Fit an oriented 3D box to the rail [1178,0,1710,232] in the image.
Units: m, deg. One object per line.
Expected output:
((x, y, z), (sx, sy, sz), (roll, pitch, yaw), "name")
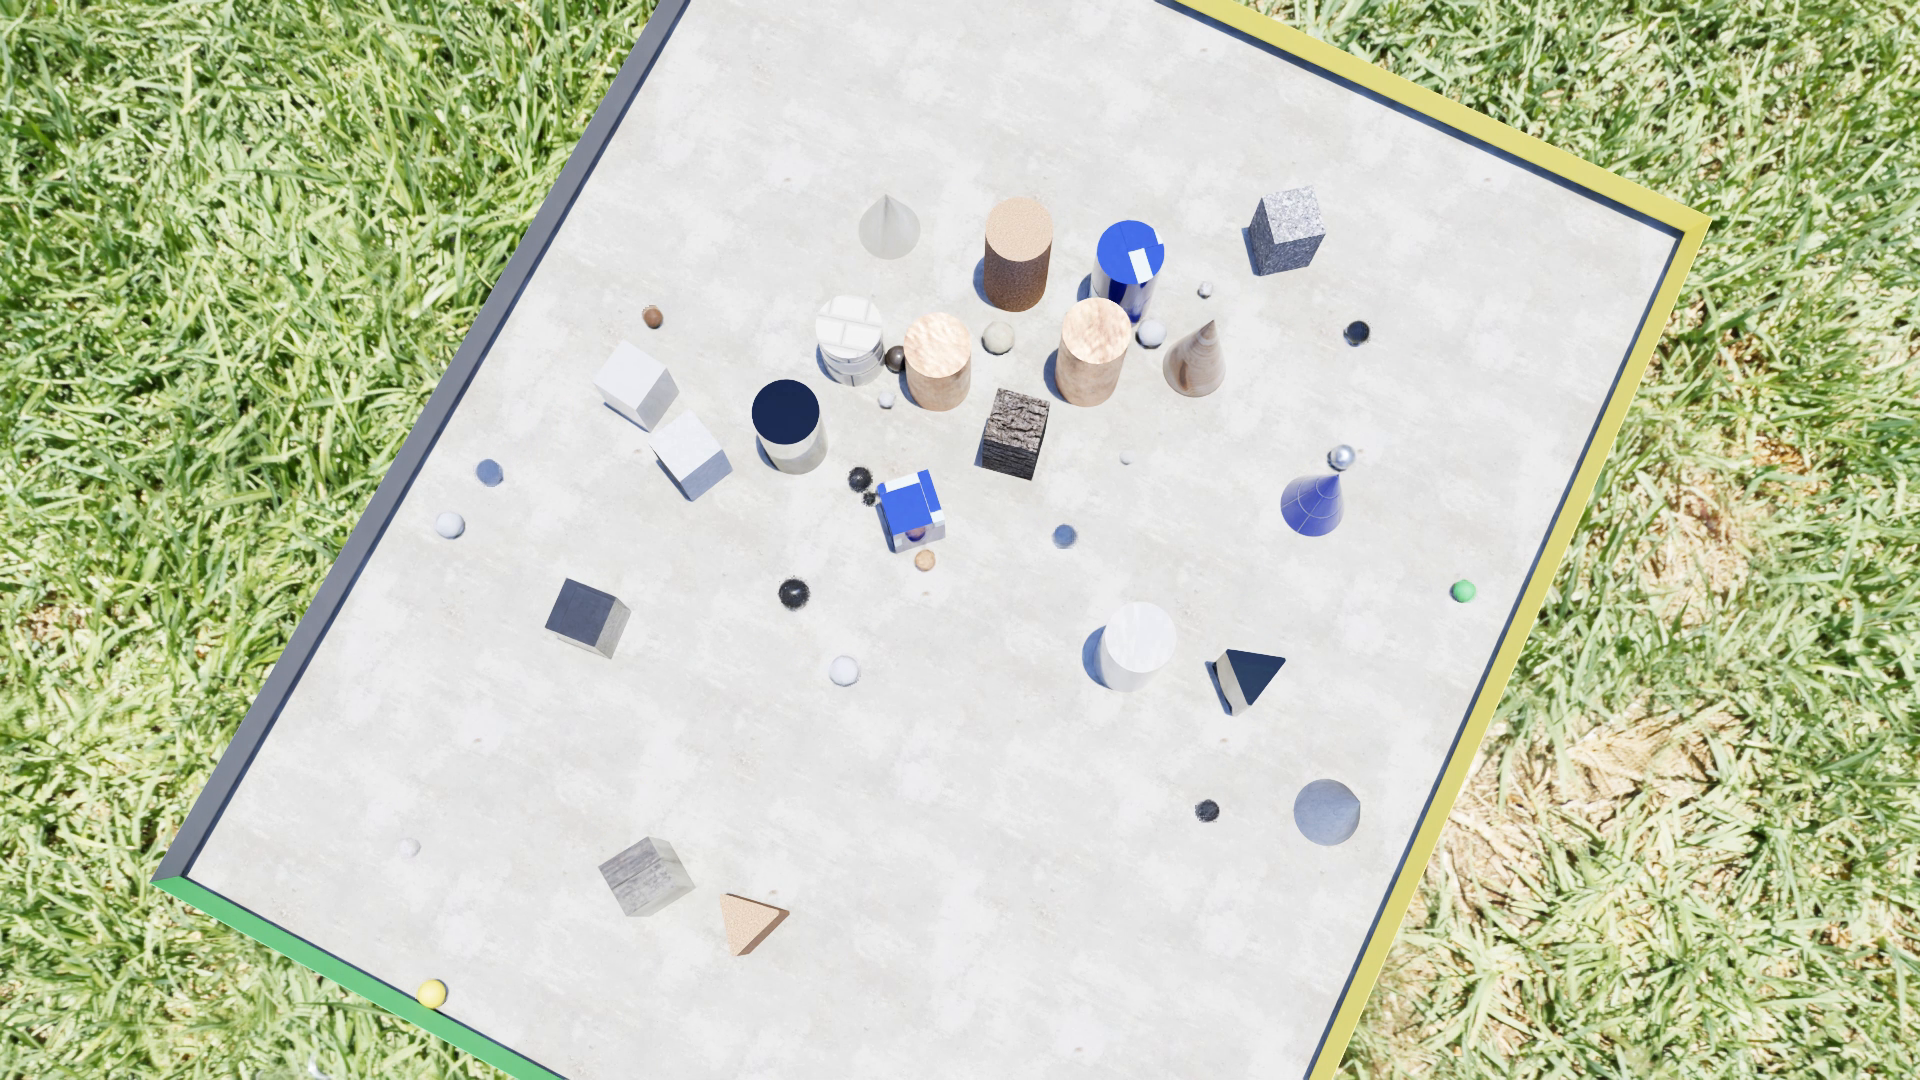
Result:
((0.863, -1.684, 5.898), (3.276, 0.129, 0.045), (26, 80, 5), "rail")

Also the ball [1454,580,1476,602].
((1.528, 0.153, 5.551), (0.066, 0.066, 0.066), (0, 78, 0), "ball")

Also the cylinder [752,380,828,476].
((-0.506, -0.335, 5.499), (0.199, 0.367, 0.199), (0, 78, 0), "cylinder")

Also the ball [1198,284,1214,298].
((0.773, -0.785, 5.756), (0.045, 0.045, 0.045), (0, 78, 0), "ball")

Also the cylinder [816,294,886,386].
((-0.330, -0.605, 5.589), (0.199, 0.298, 0.199), (0, 78, 0), "cylinder")

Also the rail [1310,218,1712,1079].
((1.444, 0.714, 5.402), (0.045, 0.129, 3.908), (26, 80, 5), "rail")

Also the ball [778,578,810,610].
((-0.502, 0.162, 5.535), (0.095, 0.095, 0.095), (0, 78, 0), "ball")

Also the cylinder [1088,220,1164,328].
((0.499, -0.798, 5.563), (0.199, 0.429, 0.199), (0, 78, 0), "cylinder")

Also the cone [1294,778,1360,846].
((1.091, 0.762, 5.218), (0.199, 0.472, 0.199), (0, 78, 0), "cone")

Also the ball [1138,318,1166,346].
((0.597, -0.646, 5.705), (0.089, 0.089, 0.089), (0, 78, 0), "ball")

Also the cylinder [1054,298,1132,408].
((0.394, -0.556, 5.497), (0.199, 0.460, 0.199), (0, 78, 0), "cylinder")

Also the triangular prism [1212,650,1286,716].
((0.820, 0.390, 5.383), (0.149, 0.298, 0.172), (38, 81, 7), "triangular prism")

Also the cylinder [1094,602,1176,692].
((0.502, 0.316, 5.314), (0.199, 0.464, 0.199), (0, 78, 0), "cylinder")

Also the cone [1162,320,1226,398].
((0.732, -0.588, 5.498), (0.199, 0.471, 0.199), (0, 78, 0), "cone")

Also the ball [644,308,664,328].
((-0.958, -0.695, 5.729), (0.061, 0.061, 0.061), (0, 78, 0), "ball")

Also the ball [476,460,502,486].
((-1.444, -0.208, 5.619), (0.079, 0.079, 0.079), (0, 78, 0), "ball")

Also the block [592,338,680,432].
((-0.983, -0.466, 5.576), (0.159, 0.268, 0.159), (33, 80, 6), "block")

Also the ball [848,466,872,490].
((-0.307, -0.189, 5.618), (0.074, 0.074, 0.074), (0, 78, 0), "ball")

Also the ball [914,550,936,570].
((-0.105, 0.061, 5.571), (0.065, 0.065, 0.065), (0, 78, 0), "ball")

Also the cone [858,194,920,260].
((-0.224, -1.014, 5.673), (0.199, 0.300, 0.199), (0, 78, 0), "cone")

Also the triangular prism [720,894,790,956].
((-0.613, 1.067, 5.224), (0.172, 0.337, 0.149), (-43, 81, -8), "triangular prism")

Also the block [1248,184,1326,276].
((1.008, -0.953, 5.668), (0.159, 0.286, 0.159), (-12, 79, -2), "block")

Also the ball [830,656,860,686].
((-0.347, 0.391, 5.490), (0.090, 0.090, 0.090), (0, 78, 0), "ball")

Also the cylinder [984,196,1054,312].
((0.173, -0.859, 5.561), (0.199, 0.458, 0.199), (0, 78, 0), "cylinder")

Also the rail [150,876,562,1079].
((-0.863, 1.698, 5.198), (3.276, 0.129, 0.045), (26, 80, 5), "rail")

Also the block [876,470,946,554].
((-0.144, -0.083, 5.495), (0.159, 0.273, 0.159), (-18, 79, -4), "block")

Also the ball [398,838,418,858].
((-1.625, 0.907, 5.399), (0.059, 0.059, 0.059), (0, 78, 0), "ball")

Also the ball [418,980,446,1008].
((-1.528, 1.314, 5.303), (0.081, 0.081, 0.081), (0, 78, 0), "ball")

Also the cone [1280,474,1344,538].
((1.084, -0.147, 5.439), (0.199, 0.407, 0.199), (0, 78, 0), "cone")

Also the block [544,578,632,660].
((-1.100, 0.235, 5.436), (0.159, 0.258, 0.159), (21, 79, 4), "block")

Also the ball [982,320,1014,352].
((0.120, -0.632, 5.697), (0.099, 0.099, 0.099), (0, 78, 0), "ball")

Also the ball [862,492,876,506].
((-0.278, -0.128, 5.622), (0.041, 0.041, 0.041), (0, 78, 0), "ball")

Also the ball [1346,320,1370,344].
((1.242, -0.648, 5.713), (0.074, 0.074, 0.074), (0, 78, 0), "ball")

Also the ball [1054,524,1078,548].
((0.321, -0.013, 5.582), (0.074, 0.074, 0.074), (0, 78, 0), "ball")

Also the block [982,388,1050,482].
((0.166, -0.313, 5.500), (0.159, 0.356, 0.159), (15, 79, 3), "block")

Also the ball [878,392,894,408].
((-0.228, -0.435, 5.681), (0.051, 0.051, 0.051), (0, 78, 0), "ball")

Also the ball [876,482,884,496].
((-0.235, -0.150, 5.622), (0.050, 0.050, 0.050), (0, 78, 0), "ball")

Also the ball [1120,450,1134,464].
((0.514, -0.257, 5.647), (0.044, 0.044, 0.044), (0, 78, 0), "ball")

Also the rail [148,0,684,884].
((-1.444, -0.700, 5.695), (0.045, 0.129, 3.908), (26, 80, 5), "rail")

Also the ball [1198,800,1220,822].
((0.735, 0.800, 5.417), (0.066, 0.066, 0.066), (0, 78, 0), "ball")

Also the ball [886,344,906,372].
((-0.191, -0.565, 5.692), (0.082, 0.082, 0.082), (0, 78, 0), "ball")

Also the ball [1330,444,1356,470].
((1.178, -0.256, 5.630), (0.078, 0.078, 0.078), (0, 78, 0), "ball")

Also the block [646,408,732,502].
((-0.811, -0.253, 5.530), (0.159, 0.272, 0.159), (-39, 81, -7), "block")

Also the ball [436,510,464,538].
((-1.556, -0.048, 5.584), (0.083, 0.083, 0.083), (0, 78, 0), "ball")

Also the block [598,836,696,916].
((-0.887, 0.962, 5.222), (0.159, 0.382, 0.159), (-31, 80, -6), "block")

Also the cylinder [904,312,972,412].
((-0.066, -0.533, 5.538), (0.199, 0.370, 0.199), (0, 78, 0), "cylinder")
